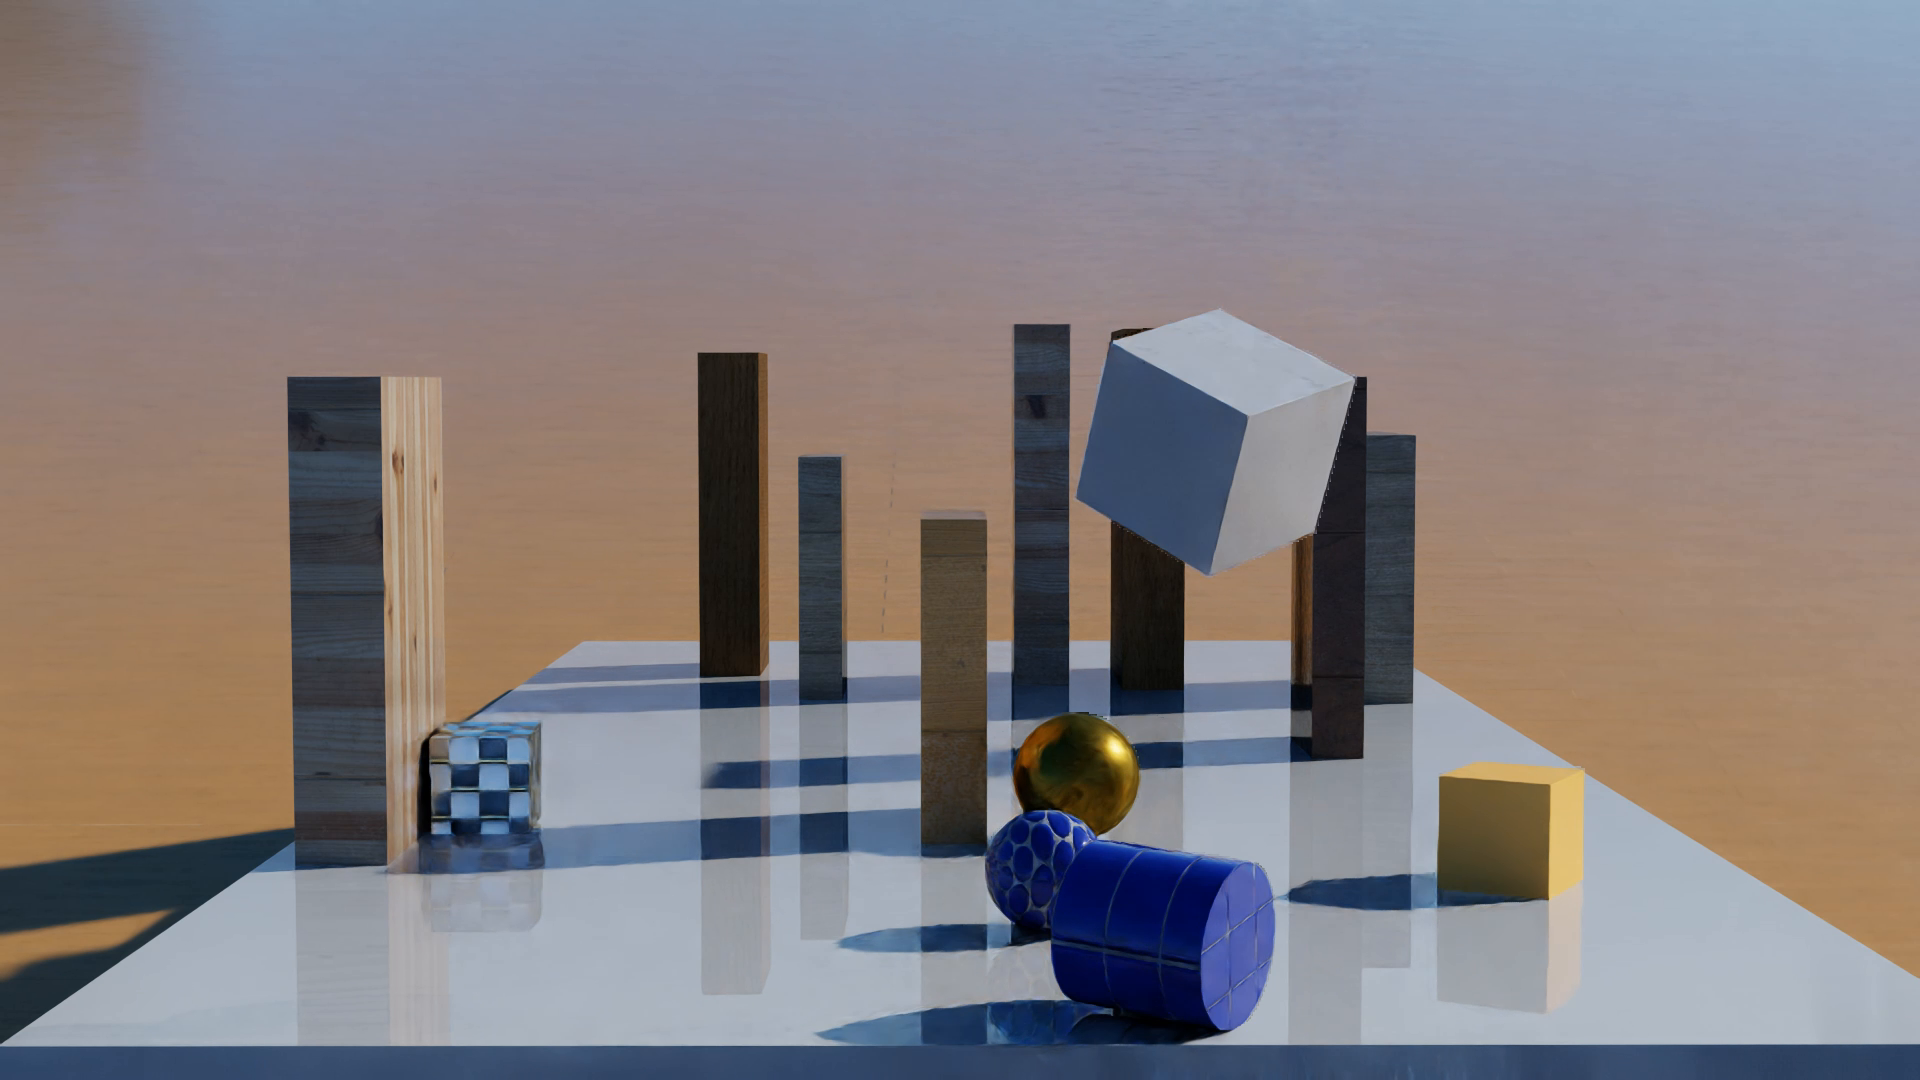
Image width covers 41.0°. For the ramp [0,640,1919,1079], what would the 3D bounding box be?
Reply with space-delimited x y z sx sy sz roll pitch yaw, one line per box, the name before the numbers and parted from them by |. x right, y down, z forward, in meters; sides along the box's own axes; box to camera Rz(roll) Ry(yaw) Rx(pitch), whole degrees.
ramp | 0.047 0.428 4.533 2.000 0.100 4.000 0 3 0

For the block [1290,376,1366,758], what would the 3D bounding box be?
block | 0.657 0.041 4.594 0.090 0.664 0.285 0 3 0

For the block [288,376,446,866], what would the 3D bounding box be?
block | -0.840 0.099 3.667 0.125 0.662 0.407 0 3 0

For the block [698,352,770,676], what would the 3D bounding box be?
block | -0.515 -0.065 5.865 0.135 0.722 0.279 0 3 0

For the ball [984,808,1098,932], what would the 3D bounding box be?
ball | 0.102 0.394 3.058 0.146 0.146 0.146 0 20 0

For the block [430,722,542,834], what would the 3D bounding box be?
block | -0.698 0.349 3.786 0.142 0.142 0.142 0 6 -2

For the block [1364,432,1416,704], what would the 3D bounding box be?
block | 0.857 0.047 5.450 0.137 0.547 0.440 0 3 0

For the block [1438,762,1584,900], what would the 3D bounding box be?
block | 0.717 0.376 3.342 0.147 0.147 0.147 2 4 30

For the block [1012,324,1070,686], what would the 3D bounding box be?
block | 0.176 -0.082 5.663 0.120 0.780 0.240 0 3 0

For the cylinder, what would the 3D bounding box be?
cylinder | 0.209 0.403 2.633 0.170 0.170 0.170 5 20 32

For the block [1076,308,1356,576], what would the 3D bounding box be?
block | 0.246 -0.098 2.482 0.170 0.170 0.170 32 35 33

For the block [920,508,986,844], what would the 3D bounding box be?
block | -0.009 0.192 3.788 0.094 0.461 0.313 0 3 0

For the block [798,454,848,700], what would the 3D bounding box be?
block | -0.289 0.072 5.428 0.089 0.502 0.261 0 3 0

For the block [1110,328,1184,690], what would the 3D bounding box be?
block | 0.411 -0.076 5.668 0.132 0.769 0.431 0 3 0

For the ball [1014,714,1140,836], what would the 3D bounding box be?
ball | 0.166 0.339 3.678 0.180 0.180 0.180 0 20 0
